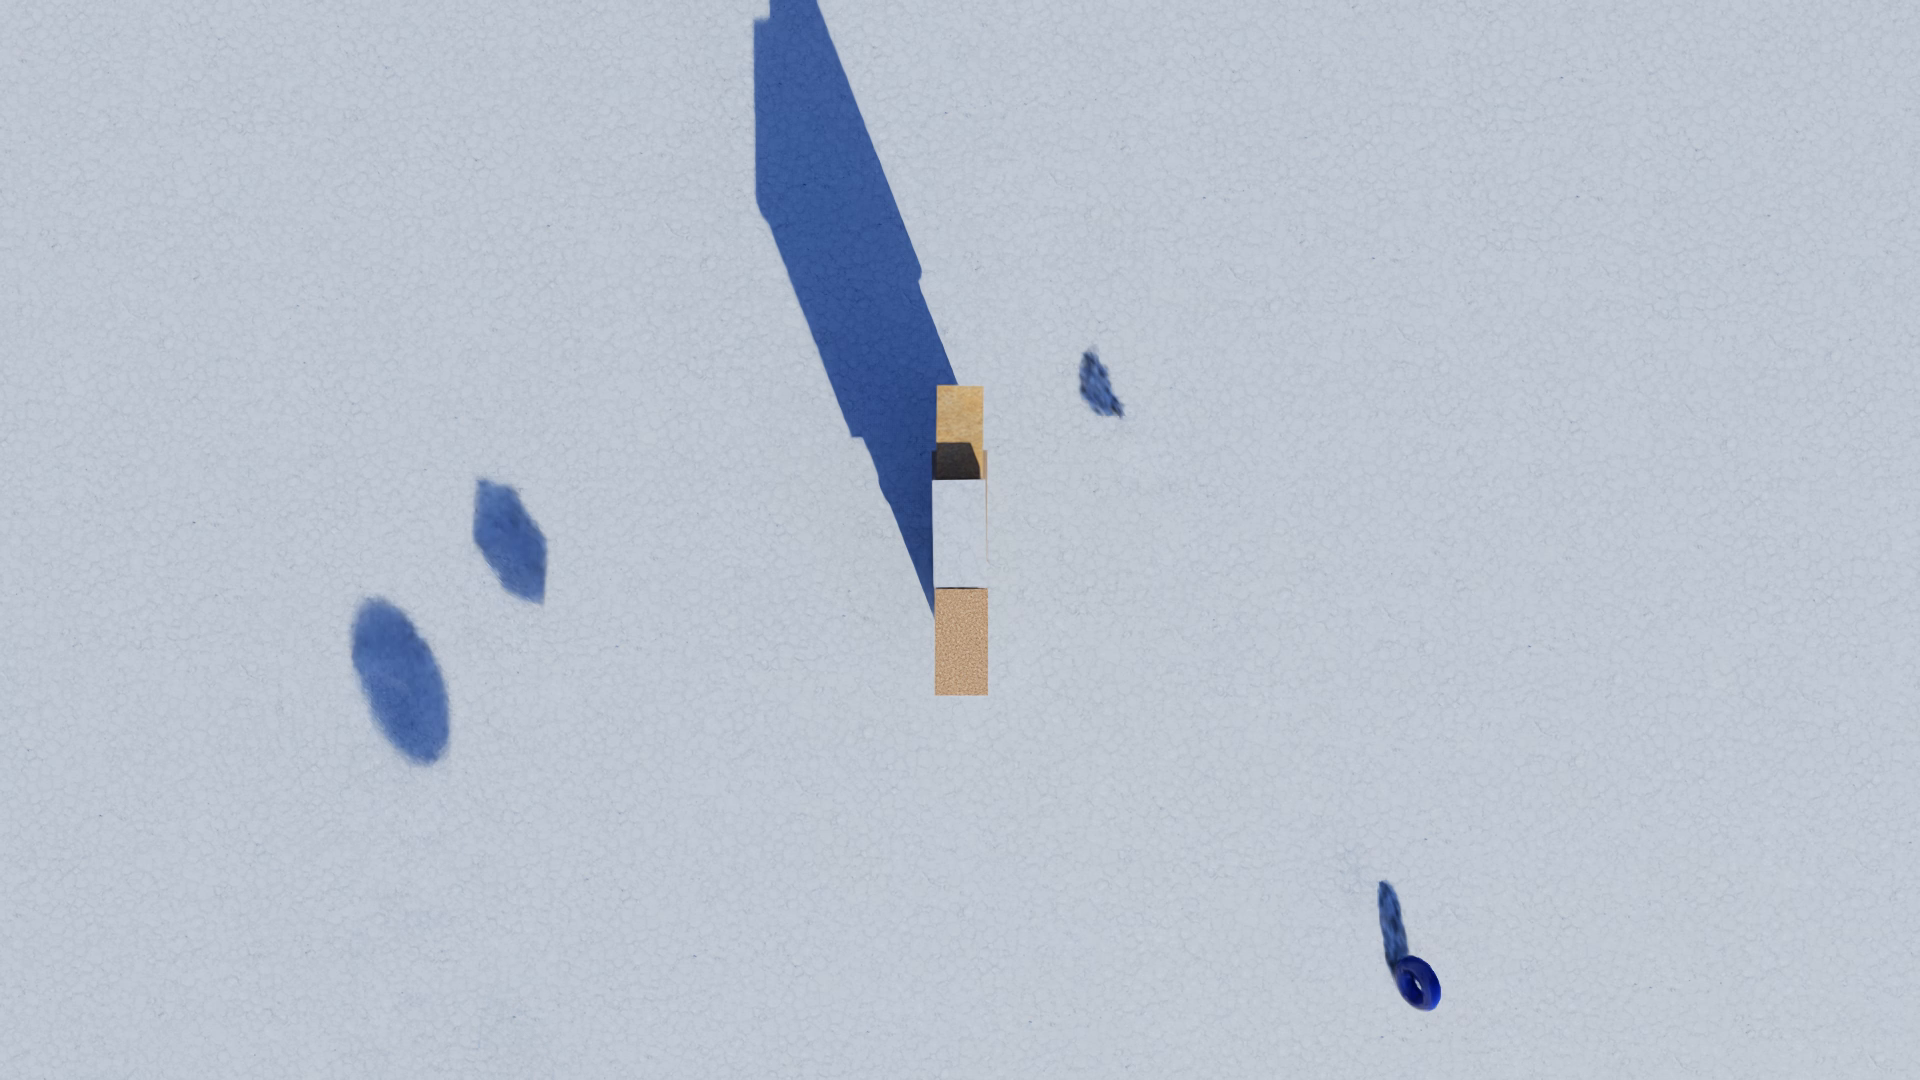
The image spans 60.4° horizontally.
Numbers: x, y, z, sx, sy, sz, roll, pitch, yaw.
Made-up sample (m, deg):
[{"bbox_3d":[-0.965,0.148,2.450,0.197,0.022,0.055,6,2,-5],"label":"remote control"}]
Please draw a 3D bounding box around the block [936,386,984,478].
[{"bbox_3d":[0.000,-0.305,4.678,0.131,0.037,0.262,1,90,0],"label":"block"}]

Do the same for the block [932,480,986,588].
[{"bbox_3d":[-0.001,-0.019,4.618,0.149,0.042,0.298,-1,90,0],"label":"block"}]

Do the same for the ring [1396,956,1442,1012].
[{"bbox_3d":[1.503,1.458,5.416,0.061,0.184,0.184,-14,90,-26],"label":"ring"}]

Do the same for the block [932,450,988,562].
[{"bbox_3d":[-0.001,-0.102,4.982,0.167,0.047,0.334,0,90,0],"label":"block"}]

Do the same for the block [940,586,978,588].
[{"bbox_3d":[-0.004,0.187,4.953,0.115,0.033,0.230,0,90,0],"label":"block"}]

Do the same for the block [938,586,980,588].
[{"bbox_3d":[-0.004,0.197,5.218,0.132,0.037,0.264,0,90,0],"label":"block"}]

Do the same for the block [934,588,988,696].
[{"bbox_3d":[0.004,0.285,4.619,0.148,0.042,0.297,0,90,0],"label":"block"}]
